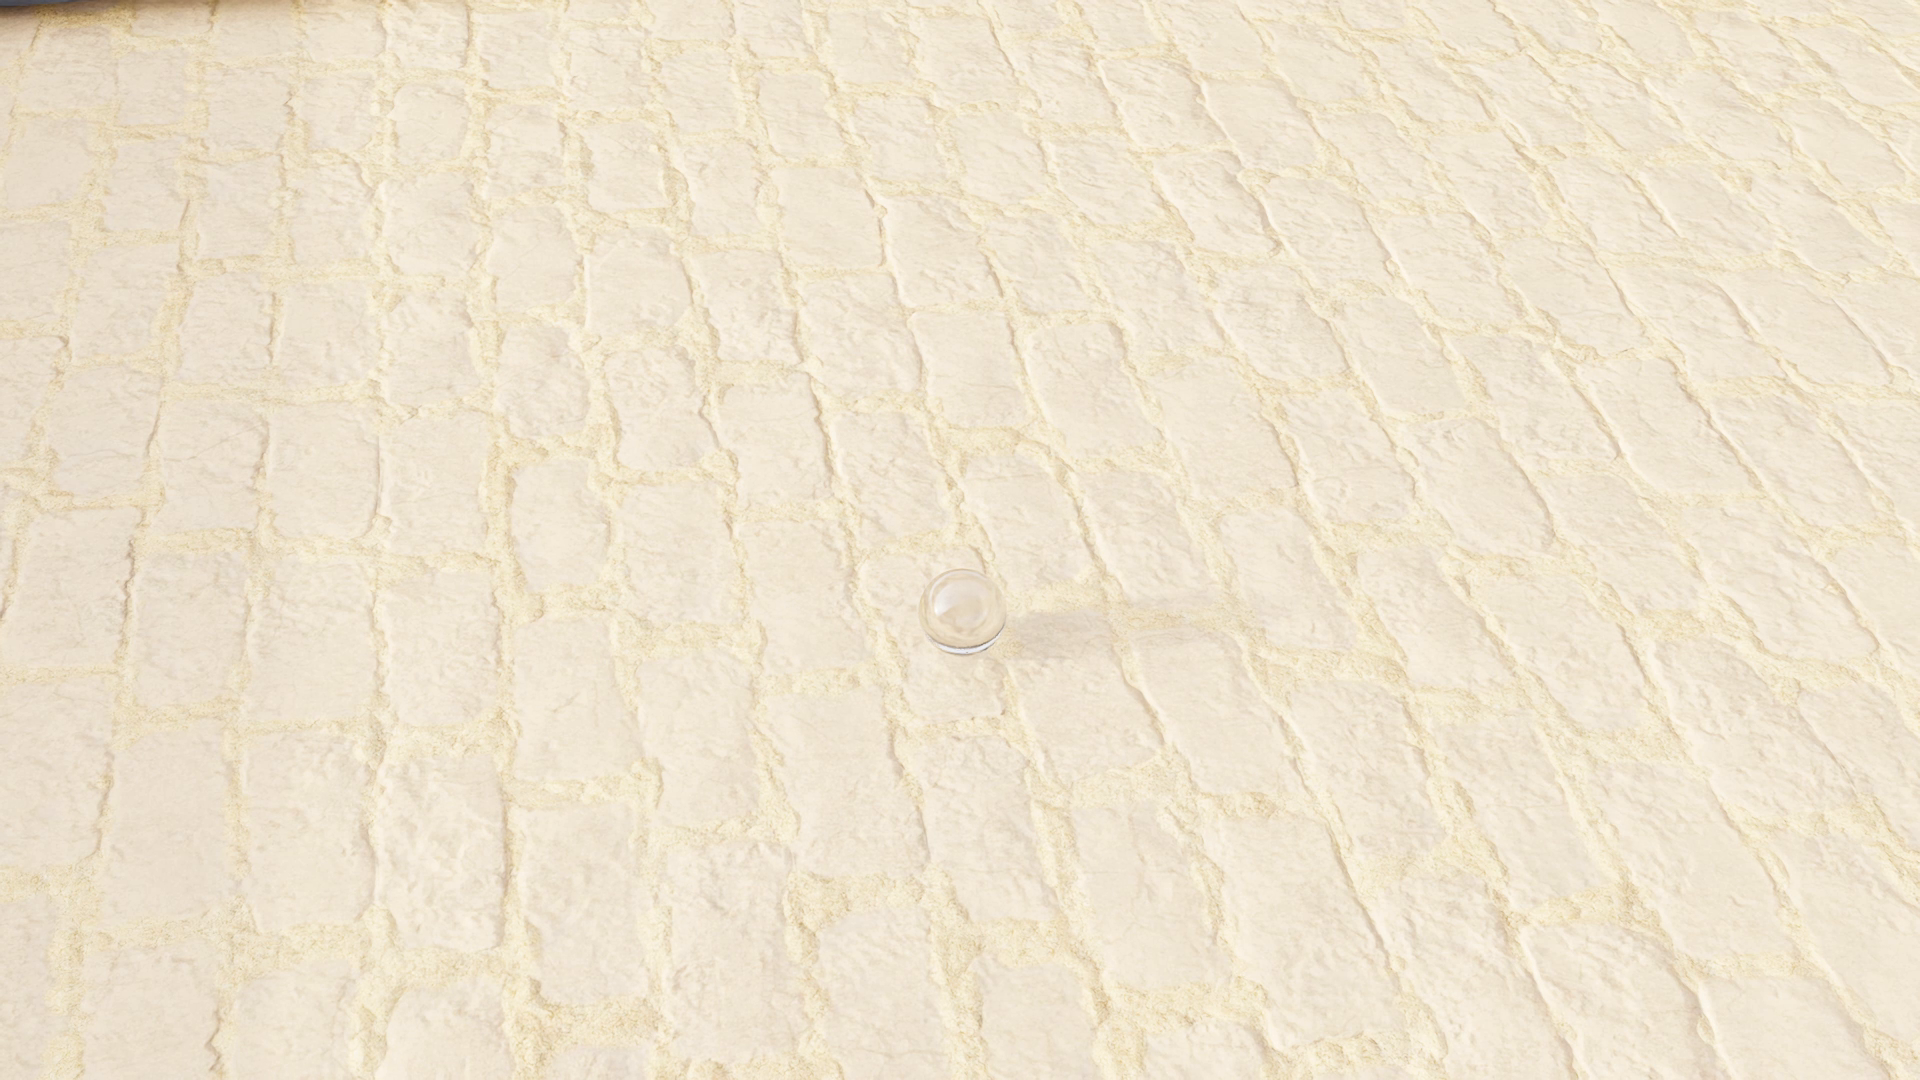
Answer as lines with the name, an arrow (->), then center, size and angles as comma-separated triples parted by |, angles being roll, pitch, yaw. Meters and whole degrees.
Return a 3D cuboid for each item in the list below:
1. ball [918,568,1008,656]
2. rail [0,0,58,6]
ball -> 0.001, 0.041, 1.469 | 0.051, 0.051, 0.051 | 0, 37, 0
rail -> 0.718, -0.647, 2.333 | 3.543, 0.121, 0.045 | -6, 37, -8
